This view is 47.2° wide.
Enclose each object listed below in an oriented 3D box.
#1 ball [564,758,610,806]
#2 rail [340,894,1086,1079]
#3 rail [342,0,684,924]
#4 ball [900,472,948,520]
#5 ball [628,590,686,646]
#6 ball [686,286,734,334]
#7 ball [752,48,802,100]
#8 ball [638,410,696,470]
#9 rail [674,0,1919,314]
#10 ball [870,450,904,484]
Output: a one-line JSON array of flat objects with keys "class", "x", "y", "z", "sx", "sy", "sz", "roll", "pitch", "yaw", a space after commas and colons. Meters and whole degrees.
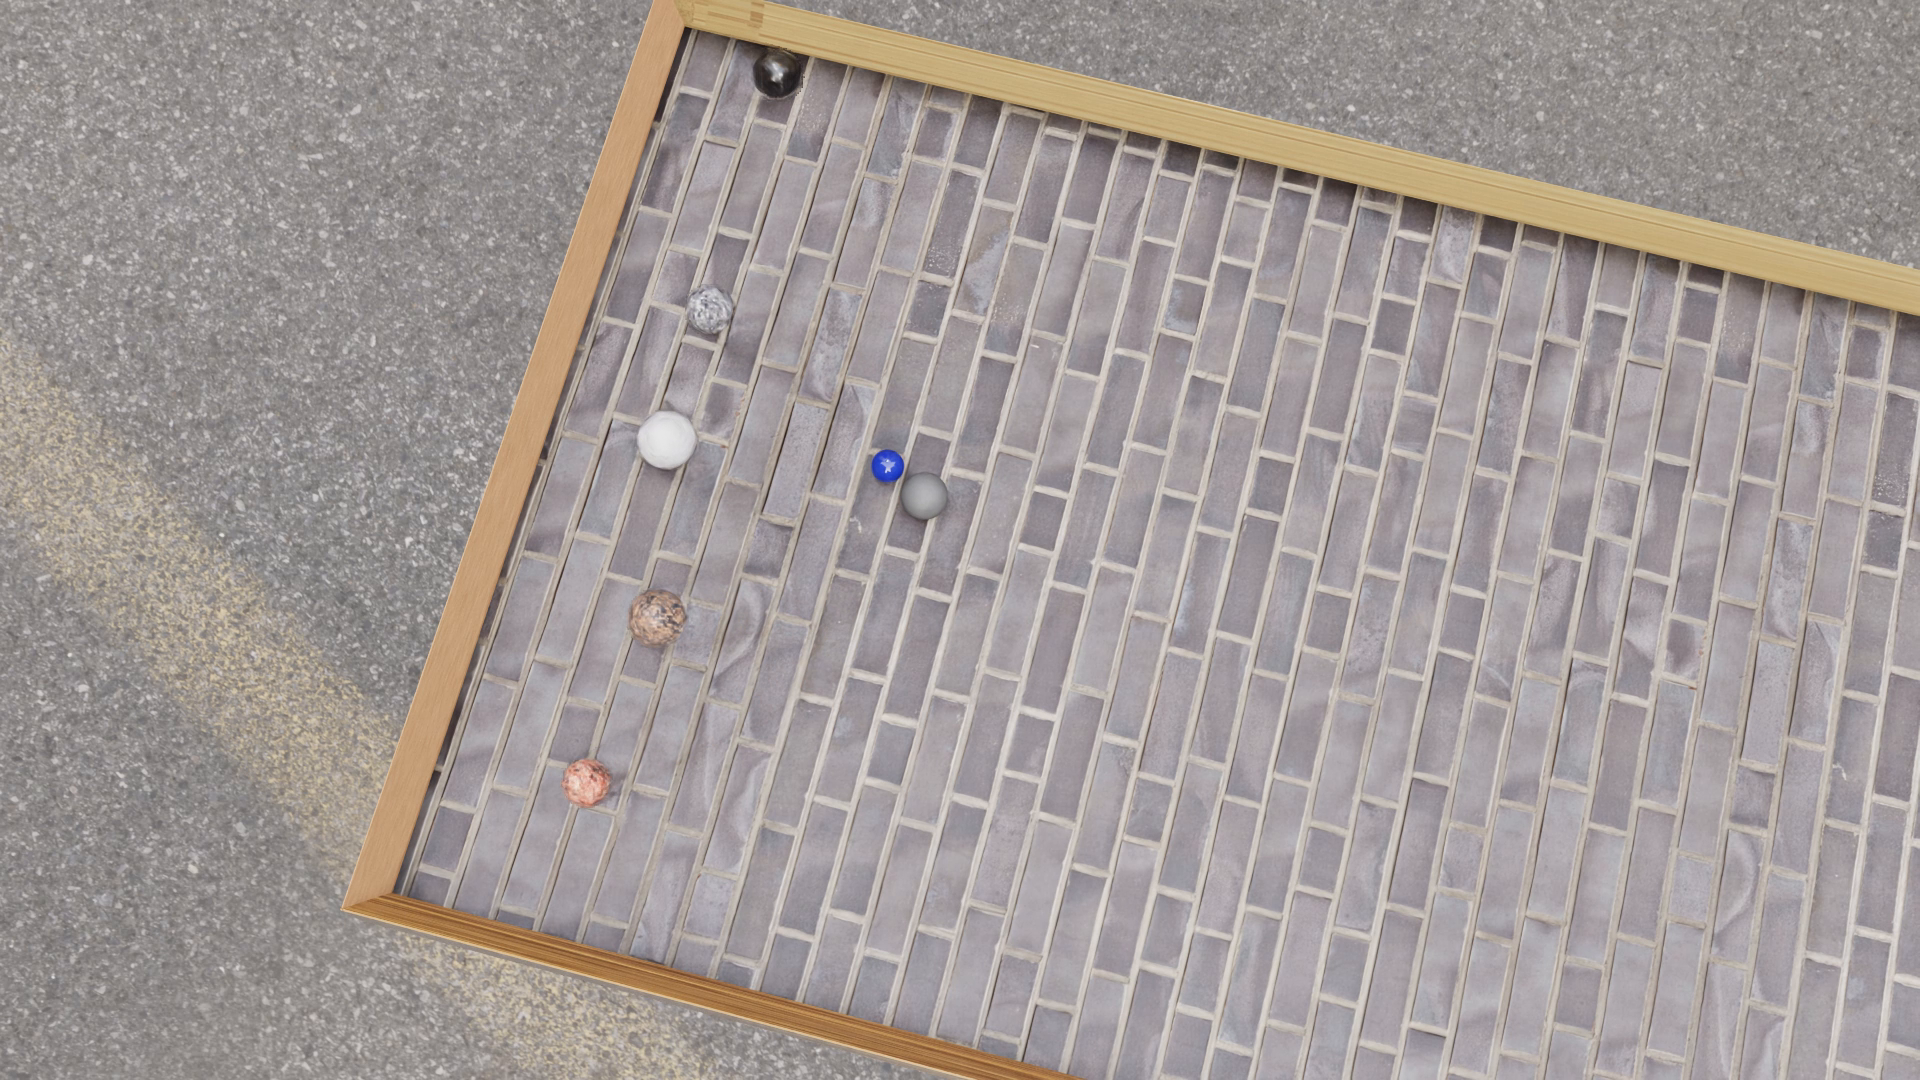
[{"class": "ball", "x": -0.555, "y": 0.360, "z": 3.275, "sx": 0.069, "sy": 0.069, "sz": 0.069, "roll": 0, "pitch": 73, "yaw": 0}, {"class": "rail", "x": 0.492, "y": 0.866, "z": 3.091, "sx": 2.833, "sy": 0.118, "sz": 0.045, "roll": 14, "pitch": 73, "yaw": 4}, {"class": "rail", "x": -0.662, "y": -0.173, "z": 3.413, "sx": 0.045, "sy": 0.118, "sz": 1.566, "roll": 14, "pitch": 73, "yaw": 4}, {"class": "ball", "x": -0.055, "y": -0.068, "z": 3.405, "sx": 0.074, "sy": 0.074, "sz": 0.074, "roll": 0, "pitch": 73, "yaw": 0}, {"class": "ball", "x": -0.459, "y": 0.119, "z": 3.340, "sx": 0.087, "sy": 0.087, "sz": 0.087, "roll": 0, "pitch": 73, "yaw": 0}, {"class": "ball", "x": -0.397, "y": -0.366, "z": 3.497, "sx": 0.076, "sy": 0.076, "sz": 0.076, "roll": 0, "pitch": 73, "yaw": 0}, {"class": "ball", "x": -0.301, "y": -0.766, "z": 3.617, "sx": 0.083, "sy": 0.083, "sz": 0.083, "roll": 0, "pitch": 73, "yaw": 0}, {"class": "ball", "x": -0.456, "y": -0.155, "z": 3.423, "sx": 0.091, "sy": 0.091, "sz": 0.091, "roll": 0, "pitch": 73, "yaw": 0}, {"class": "rail", "x": 0.878, "y": -0.536, "z": 3.526, "sx": 2.833, "sy": 0.118, "sz": 0.045, "roll": 14, "pitch": 73, "yaw": 4}, {"class": "ball", "x": -0.113, "y": -0.115, "z": 3.431, "sx": 0.053, "sy": 0.053, "sz": 0.053, "roll": 0, "pitch": 73, "yaw": 0}]
